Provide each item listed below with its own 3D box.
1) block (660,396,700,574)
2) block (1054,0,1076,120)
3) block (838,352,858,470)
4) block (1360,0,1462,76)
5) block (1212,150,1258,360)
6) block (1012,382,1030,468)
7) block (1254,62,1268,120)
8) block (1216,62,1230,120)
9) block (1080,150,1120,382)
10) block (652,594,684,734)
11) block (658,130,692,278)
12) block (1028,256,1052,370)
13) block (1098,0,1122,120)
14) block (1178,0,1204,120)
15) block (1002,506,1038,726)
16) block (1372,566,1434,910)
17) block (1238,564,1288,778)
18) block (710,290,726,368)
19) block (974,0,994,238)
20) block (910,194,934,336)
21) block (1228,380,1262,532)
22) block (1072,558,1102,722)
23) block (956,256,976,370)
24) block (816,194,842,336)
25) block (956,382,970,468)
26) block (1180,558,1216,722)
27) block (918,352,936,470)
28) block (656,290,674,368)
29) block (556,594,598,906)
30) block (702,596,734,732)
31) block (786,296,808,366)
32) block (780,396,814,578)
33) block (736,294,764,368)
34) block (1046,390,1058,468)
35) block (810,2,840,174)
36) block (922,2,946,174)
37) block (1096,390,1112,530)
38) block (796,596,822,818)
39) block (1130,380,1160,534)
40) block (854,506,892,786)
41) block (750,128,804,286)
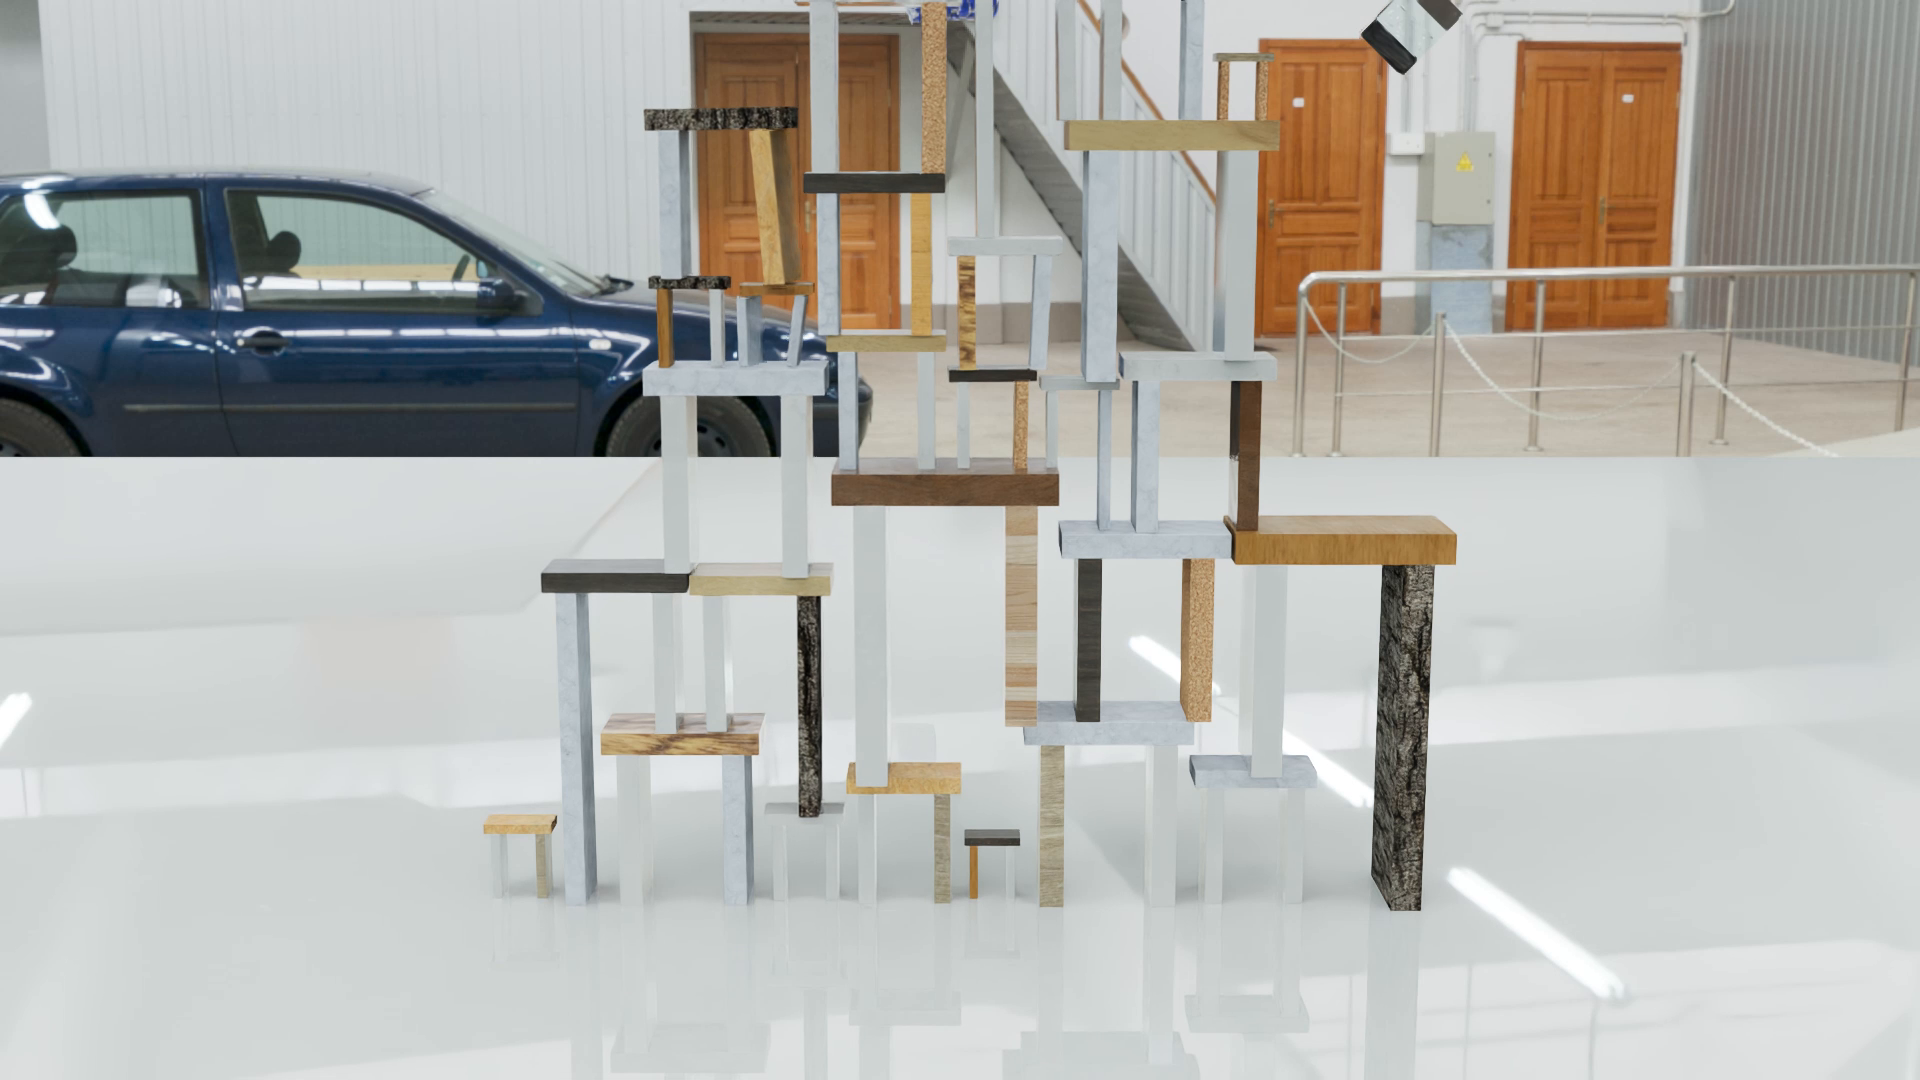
[{"bbox_3d":[-0.451,-0.099,3.547,0.040,0.284,0.142,0,11,0],"label":"block"},{"bbox_3d":[0.164,-0.747,3.419,0.026,0.186,0.093,-1,11,0],"label":"block"},{"bbox_3d":[-0.178,-0.213,3.522,0.027,0.187,0.094,0,11,0],"label":"block"},{"bbox_3d":[1.310,-1.496,6.377,0.173,0.173,0.173,-46,1,-36],"label":"block"},{"bbox_3d":[0.435,-0.453,3.479,0.046,0.322,0.161,0,11,0],"label":"block"},{"bbox_3d":[0.097,-0.188,3.521,0.020,0.139,0.069,1,11,-2],"label":"block"},{"bbox_3d":[0.471,-0.701,3.434,0.013,0.090,0.045,0,11,0],"label":"block"},{"bbox_3d":[0.411,-0.701,3.433,0.013,0.090,0.045,0,11,-1],"label":"block"},{"bbox_3d":[0.220,-0.436,3.481,0.046,0.356,0.161,0,10,0],"label":"block"},{"bbox_3d":[-0.476,0.189,3.591,0.033,0.232,0.116,0,11,0],"label":"block"},{"bbox_3d":[-0.449,-0.530,3.470,0.032,0.228,0.114,0,10,1],"label":"block"},{"bbox_3d":[0.127,-0.365,3.491,0.025,0.179,0.090,2,11,-1],"label":"block"},{"bbox_3d":[0.234,-0.748,3.418,0.027,0.189,0.094,0,11,-1],"label":"block"},{"bbox_3d":[0.360,-0.748,3.418,0.027,0.189,0.094,0,11,0],"label":"block"},{"bbox_3d":[0.097,0.107,3.575,0.051,0.358,0.179,0,11,0],"label":"block"},{"bbox_3d":[0.727,0.306,3.621,0.049,0.575,0.175,0,11,0],"label":"block"},{"bbox_3d":[0.495,0.195,3.600,0.049,0.349,0.175,0,11,0],"label":"block"},{"bbox_3d":[-0.385,-0.338,3.495,0.017,0.123,0.062,0,10,-1],"label":"block"},{"bbox_3d":[0.038,-0.659,3.436,0.026,0.368,0.093,-1,10,-1],"label":"block"},{"bbox_3d":[-0.060,-0.439,3.480,0.031,0.220,0.110,0,11,1],"label":"block"},{"bbox_3d":[0.458,-0.143,3.537,0.034,0.240,0.120,0,11,0],"label":"block"},{"bbox_3d":[0.207,0.149,3.588,0.038,0.269,0.135,0,11,0],"label":"block"},{"bbox_3d":[0.010,-0.364,3.489,0.025,0.179,0.090,-1,11,-2],"label":"block"},{"bbox_3d":[-0.207,-0.439,3.481,0.031,0.220,0.110,0,11,0],"label":"block"},{"bbox_3d":[0.005,-0.188,3.520,0.020,0.139,0.069,0,11,0],"label":"block"},{"bbox_3d":[0.386,0.149,3.588,0.038,0.269,0.135,0,11,0],"label":"block"},{"bbox_3d":[-0.053,-0.212,3.521,0.027,0.187,0.094,0,11,1],"label":"block"},{"bbox_3d":[-0.468,-0.339,3.496,0.017,0.123,0.062,0,10,0],"label":"block"},{"bbox_3d":[-0.630,0.333,3.618,0.033,0.525,0.116,0,11,0],"label":"block"},{"bbox_3d":[-0.395,0.190,3.597,0.032,0.226,0.113,-1,11,0],"label":"block"},{"bbox_3d":[-0.259,-0.336,3.504,0.016,0.113,0.057,8,12,1],"label":"block"},{"bbox_3d":[-0.262,-0.096,3.547,0.040,0.292,0.142,0,11,0],"label":"block"},{"bbox_3d":[-0.333,-0.334,3.499,0.016,0.113,0.057,4,12,22],"label":"block"},{"bbox_3d":[0.147,-0.182,3.528,0.018,0.125,0.063,0,11,0],"label":"block"},{"bbox_3d":[-0.211,-0.704,3.435,0.036,0.257,0.129,0,11,0],"label":"block"},{"bbox_3d":[-0.041,-0.706,3.440,0.036,0.257,0.129,0,11,-1],"label":"block"},{"bbox_3d":[0.232,-0.132,3.538,0.018,0.227,0.063,0,10,-1],"label":"block"},{"bbox_3d":[-0.246,0.261,3.612,0.032,0.370,0.113,0,11,0],"label":"block"},{"bbox_3d":[0.297,-0.141,3.537,0.034,0.244,0.120,0,11,0],"label":"block"},{"bbox_3d":[-0.142,0.155,3.585,0.051,0.458,0.179,0,11,0],"label":"block"},{"bbox_3d":[-0.289,-0.526,3.466,0.032,0.239,0.114,-3,10,11],"label":"block"}]
